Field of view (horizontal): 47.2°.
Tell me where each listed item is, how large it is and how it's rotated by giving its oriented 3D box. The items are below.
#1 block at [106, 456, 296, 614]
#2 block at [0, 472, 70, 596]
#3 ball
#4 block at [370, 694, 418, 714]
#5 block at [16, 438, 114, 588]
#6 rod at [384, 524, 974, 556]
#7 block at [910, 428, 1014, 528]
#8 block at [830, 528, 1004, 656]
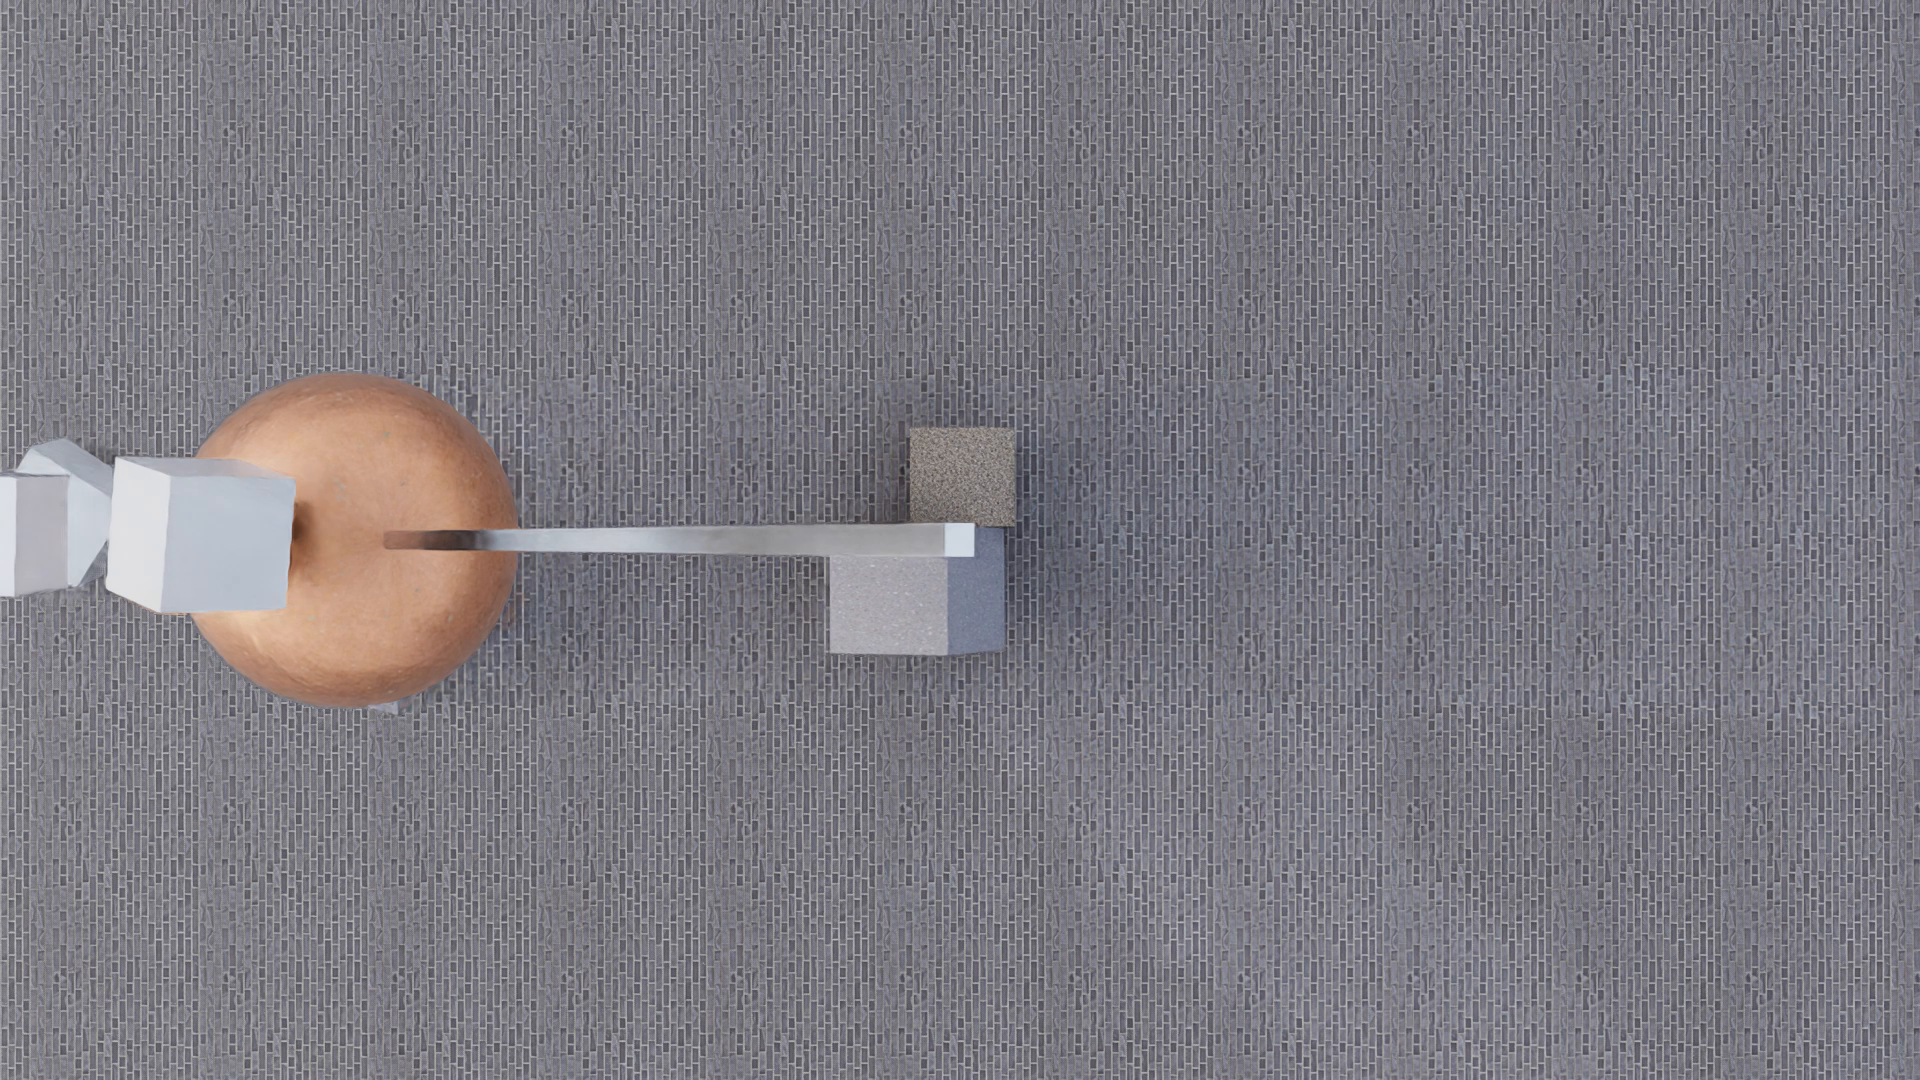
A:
[{"bbox_3d":[-3.224,-0.027,9.342,0.514,0.556,0.568,14,100,44],"label":"block"},{"bbox_3d":[-4.645,-0.039,10.442,0.587,0.541,0.550,2,93,3],"label":"block"},{"bbox_3d":[-2.906,0.000,10.466,1.600,1.600,1.600,0,90,0],"label":"ball"},{"bbox_3d":[-3.355,0.495,12.522,0.663,0.615,0.637,13,119,10],"label":"block"},{"bbox_3d":[-5.111,-0.163,12.632,0.617,0.531,0.549,34,96,-7],"label":"block"},{"bbox_3d":[-1.259,0.000,7.491,0.080,5.200,0.080,0,90,-29],"label":"rod"},{"bbox_3d":[0.013,-0.356,12.719,0.591,0.562,0.562,0,90,0],"label":"block"},{"bbox_3d":[-0.238,0.282,12.515,0.745,0.708,0.701,-1,90,27],"label":"block"}]
